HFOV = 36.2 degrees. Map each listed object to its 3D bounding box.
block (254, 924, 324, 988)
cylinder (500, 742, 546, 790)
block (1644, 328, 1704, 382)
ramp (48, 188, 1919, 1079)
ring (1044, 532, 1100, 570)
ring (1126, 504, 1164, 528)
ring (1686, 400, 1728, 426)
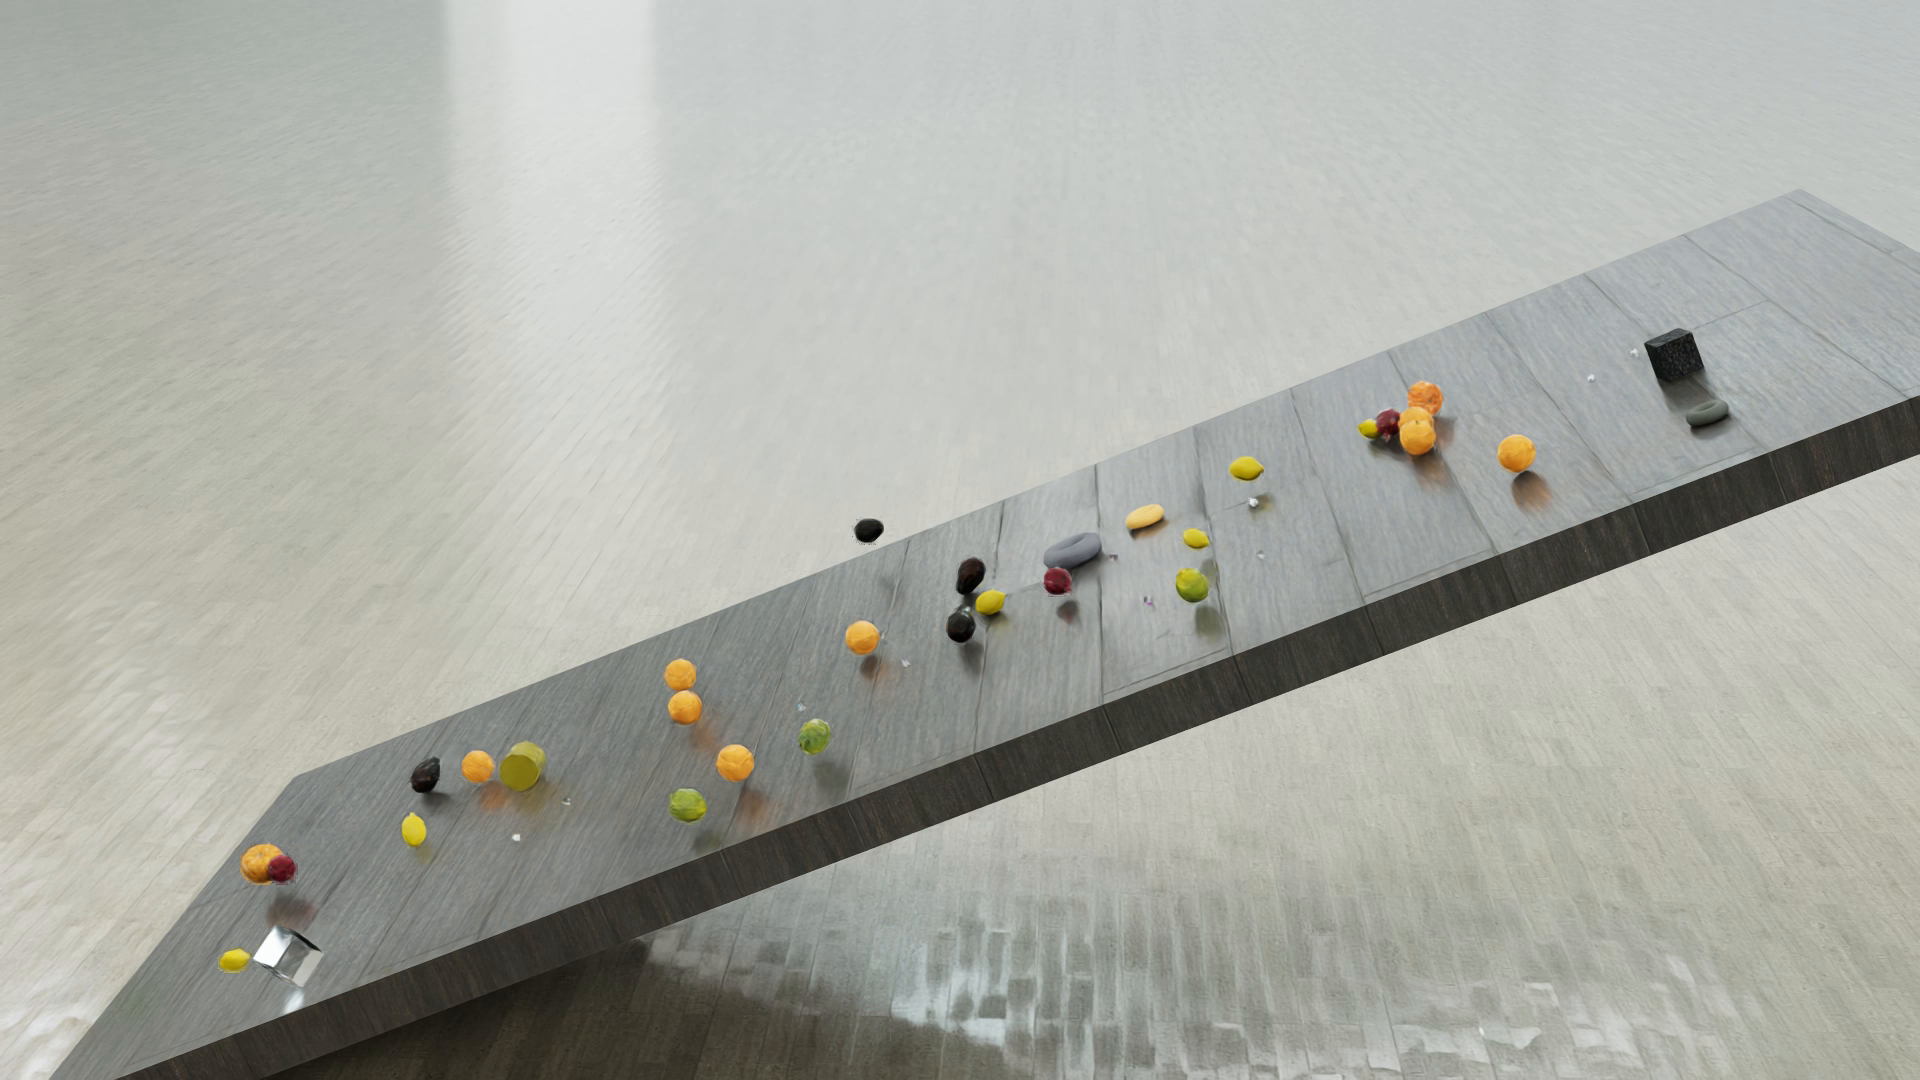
[{"bbox_3d":[-1.287,0.798,5.639,0.078,0.078,0.078,7,58,47],"label":"block"},{"bbox_3d":[-0.955,0.494,6.427,0.085,0.085,0.085,1,15,4],"label":"cylinder"},{"bbox_3d":[1.418,-0.367,5.842,0.076,0.076,0.076,-23,12,-1],"label":"block"},{"bbox_3d":[0.125,0.173,6.289,4.000,0.100,2.000,-21,12,7],"label":"ramp"},{"bbox_3d":[0.244,0.025,6.366,0.133,0.044,0.133,-23,11,5],"label":"ring"},{"bbox_3d":[0.403,-0.051,6.437,0.088,0.029,0.088,-21,13,5],"label":"ring"},{"bbox_3d":[1.386,-0.235,5.453,0.080,0.027,0.080,-23,11,5],"label":"ring"}]
